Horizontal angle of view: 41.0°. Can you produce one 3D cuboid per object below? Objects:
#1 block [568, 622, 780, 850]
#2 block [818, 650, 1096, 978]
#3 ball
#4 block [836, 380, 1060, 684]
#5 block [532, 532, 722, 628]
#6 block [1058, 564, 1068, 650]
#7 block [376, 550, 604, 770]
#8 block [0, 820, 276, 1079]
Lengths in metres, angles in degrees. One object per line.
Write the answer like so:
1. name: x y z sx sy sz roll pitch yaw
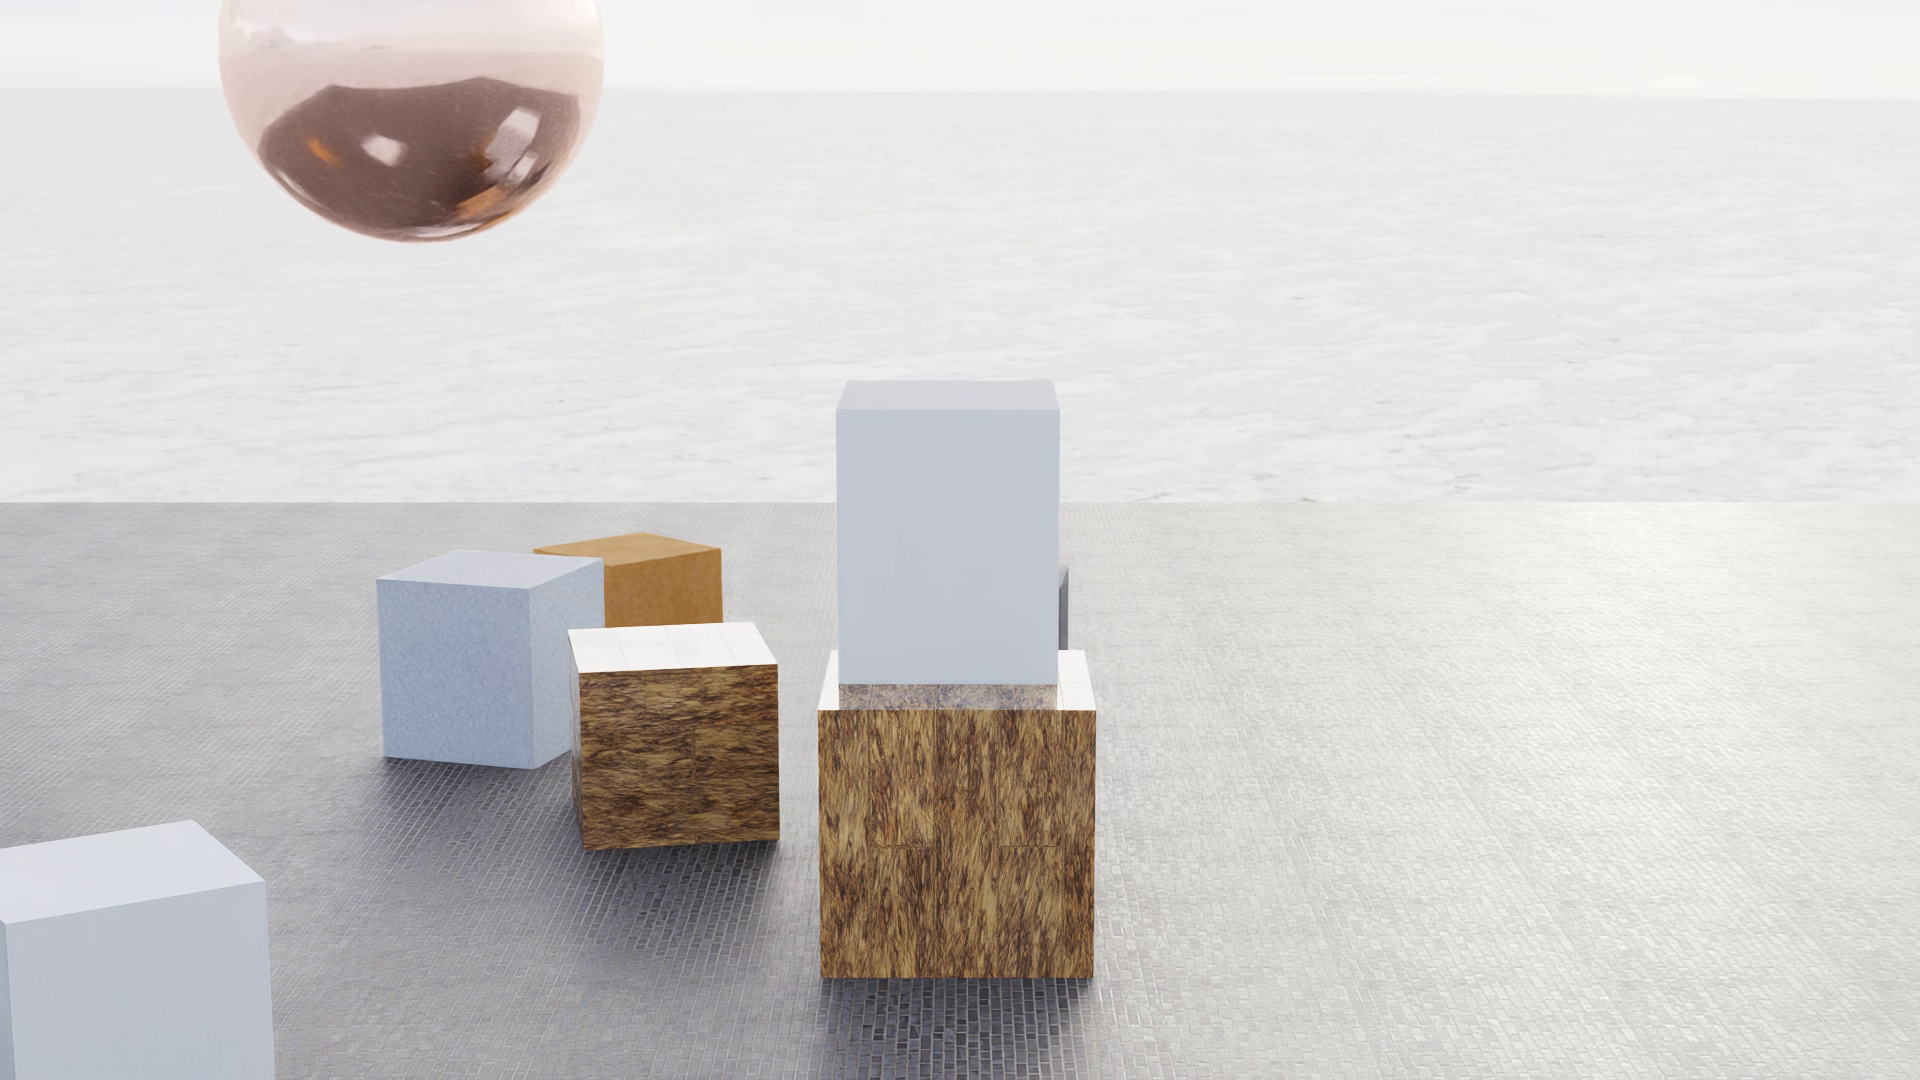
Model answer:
1. block: -1.373 0.913 12.209 0.904 0.835 0.929 -2 11 -11
2. block: -0.011 1.096 10.507 1.074 1.084 1.037 0 10 0
3. ball: -2.301 -2.051 10.808 1.600 1.600 1.600 0 10 0
4. block: -0.045 -0.054 10.690 0.884 1.113 0.962 0 10 0
5. block: -2.027 0.373 15.683 0.827 0.655 0.797 -10 14 -43
6. block: 0.248 0.534 14.698 0.702 0.690 0.681 1 10 6
7. block: -2.459 0.612 13.565 0.871 0.942 0.870 3 11 17
8. block: -2.999 1.524 9.069 0.865 0.756 0.873 -6 12 -32
